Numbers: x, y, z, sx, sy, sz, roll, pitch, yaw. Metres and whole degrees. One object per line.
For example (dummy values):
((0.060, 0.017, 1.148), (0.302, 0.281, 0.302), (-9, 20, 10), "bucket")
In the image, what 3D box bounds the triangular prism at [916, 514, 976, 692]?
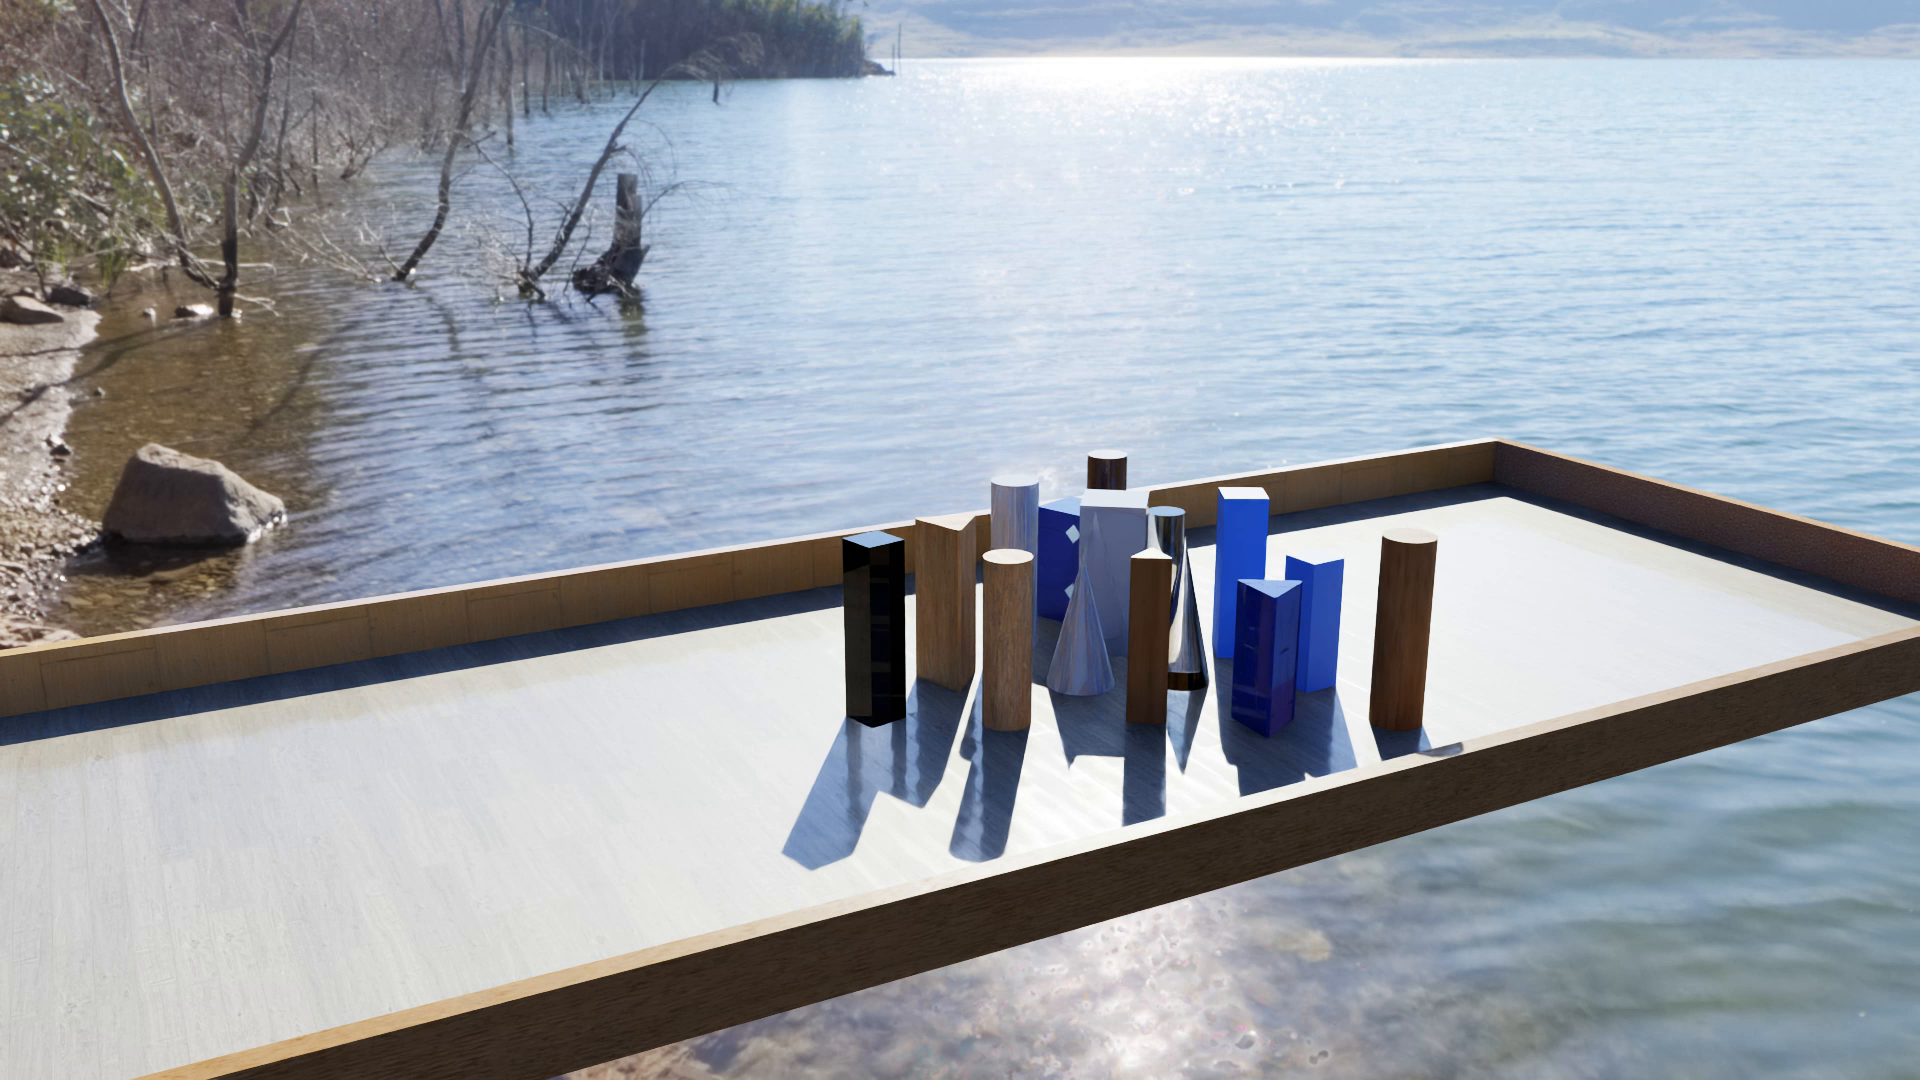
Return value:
((-0.009, 0.147, 4.119), (0.154, 0.415, 0.133), (16, 23, 43), "triangular prism")

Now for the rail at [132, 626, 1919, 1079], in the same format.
((-2.336, 1.006, 1.665), (12.000, 0.150, 0.050), (-9, 18, -27), "rail")

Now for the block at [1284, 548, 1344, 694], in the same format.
((0.870, 0.199, 4.088), (0.100, 0.332, 0.100), (-10, 19, -31), "block")

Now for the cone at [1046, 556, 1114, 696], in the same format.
((0.302, 0.197, 4.089), (0.172, 0.336, 0.172), (0, 16, 0), "cone")

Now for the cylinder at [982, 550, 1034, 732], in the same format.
((0.110, 0.233, 3.837), (0.116, 0.408, 0.116), (0, 16, 0), "cylinder")

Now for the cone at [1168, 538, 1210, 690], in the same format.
((0.554, 0.172, 4.102), (0.151, 0.376, 0.151), (0, 16, 0), "cone")

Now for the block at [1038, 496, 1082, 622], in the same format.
((0.319, 0.057, 4.599), (0.150, 0.316, 0.150), (14, 21, 40), "block")

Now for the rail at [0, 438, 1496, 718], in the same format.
((-3.305, 0.497, 3.399), (12.000, 0.150, 0.050), (-9, 18, -27), "rail")

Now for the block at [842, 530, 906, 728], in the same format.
((-0.200, 0.209, 3.862), (0.102, 0.441, 0.102), (-14, 21, -39), "block")

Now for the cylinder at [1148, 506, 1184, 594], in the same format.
((0.570, 0.064, 4.604), (0.104, 0.300, 0.104), (0, 16, 0), "cylinder")

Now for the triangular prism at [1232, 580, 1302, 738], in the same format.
((0.698, 0.266, 3.844), (0.126, 0.342, 0.145), (11, 20, 33), "triangular prism")

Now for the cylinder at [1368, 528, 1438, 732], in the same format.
((1.029, 0.209, 3.835), (0.125, 0.456, 0.125), (0, 16, 0), "cylinder")

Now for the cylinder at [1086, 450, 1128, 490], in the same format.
((0.428, -0.057, 4.839), (0.116, 0.400, 0.116), (0, 16, 0), "cylinder")

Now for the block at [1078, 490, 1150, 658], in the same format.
((0.403, 0.086, 4.343), (0.169, 0.405, 0.169), (3, 17, 9), "block")

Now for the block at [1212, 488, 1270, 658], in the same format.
((0.730, 0.085, 4.302), (0.113, 0.430, 0.113), (0, 16, 1), "block")

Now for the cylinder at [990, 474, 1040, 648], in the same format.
((0.143, 0.061, 4.349), (0.125, 0.450, 0.125), (0, 16, 0), "cylinder")

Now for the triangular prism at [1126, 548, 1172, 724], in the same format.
((0.443, 0.225, 3.867), (0.093, 0.407, 0.080), (2, 16, 7), "triangular prism")

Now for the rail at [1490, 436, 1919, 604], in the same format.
((2.466, -0.048, 5.253), (0.050, 0.150, 2.100), (-9, 18, -27), "rail")
